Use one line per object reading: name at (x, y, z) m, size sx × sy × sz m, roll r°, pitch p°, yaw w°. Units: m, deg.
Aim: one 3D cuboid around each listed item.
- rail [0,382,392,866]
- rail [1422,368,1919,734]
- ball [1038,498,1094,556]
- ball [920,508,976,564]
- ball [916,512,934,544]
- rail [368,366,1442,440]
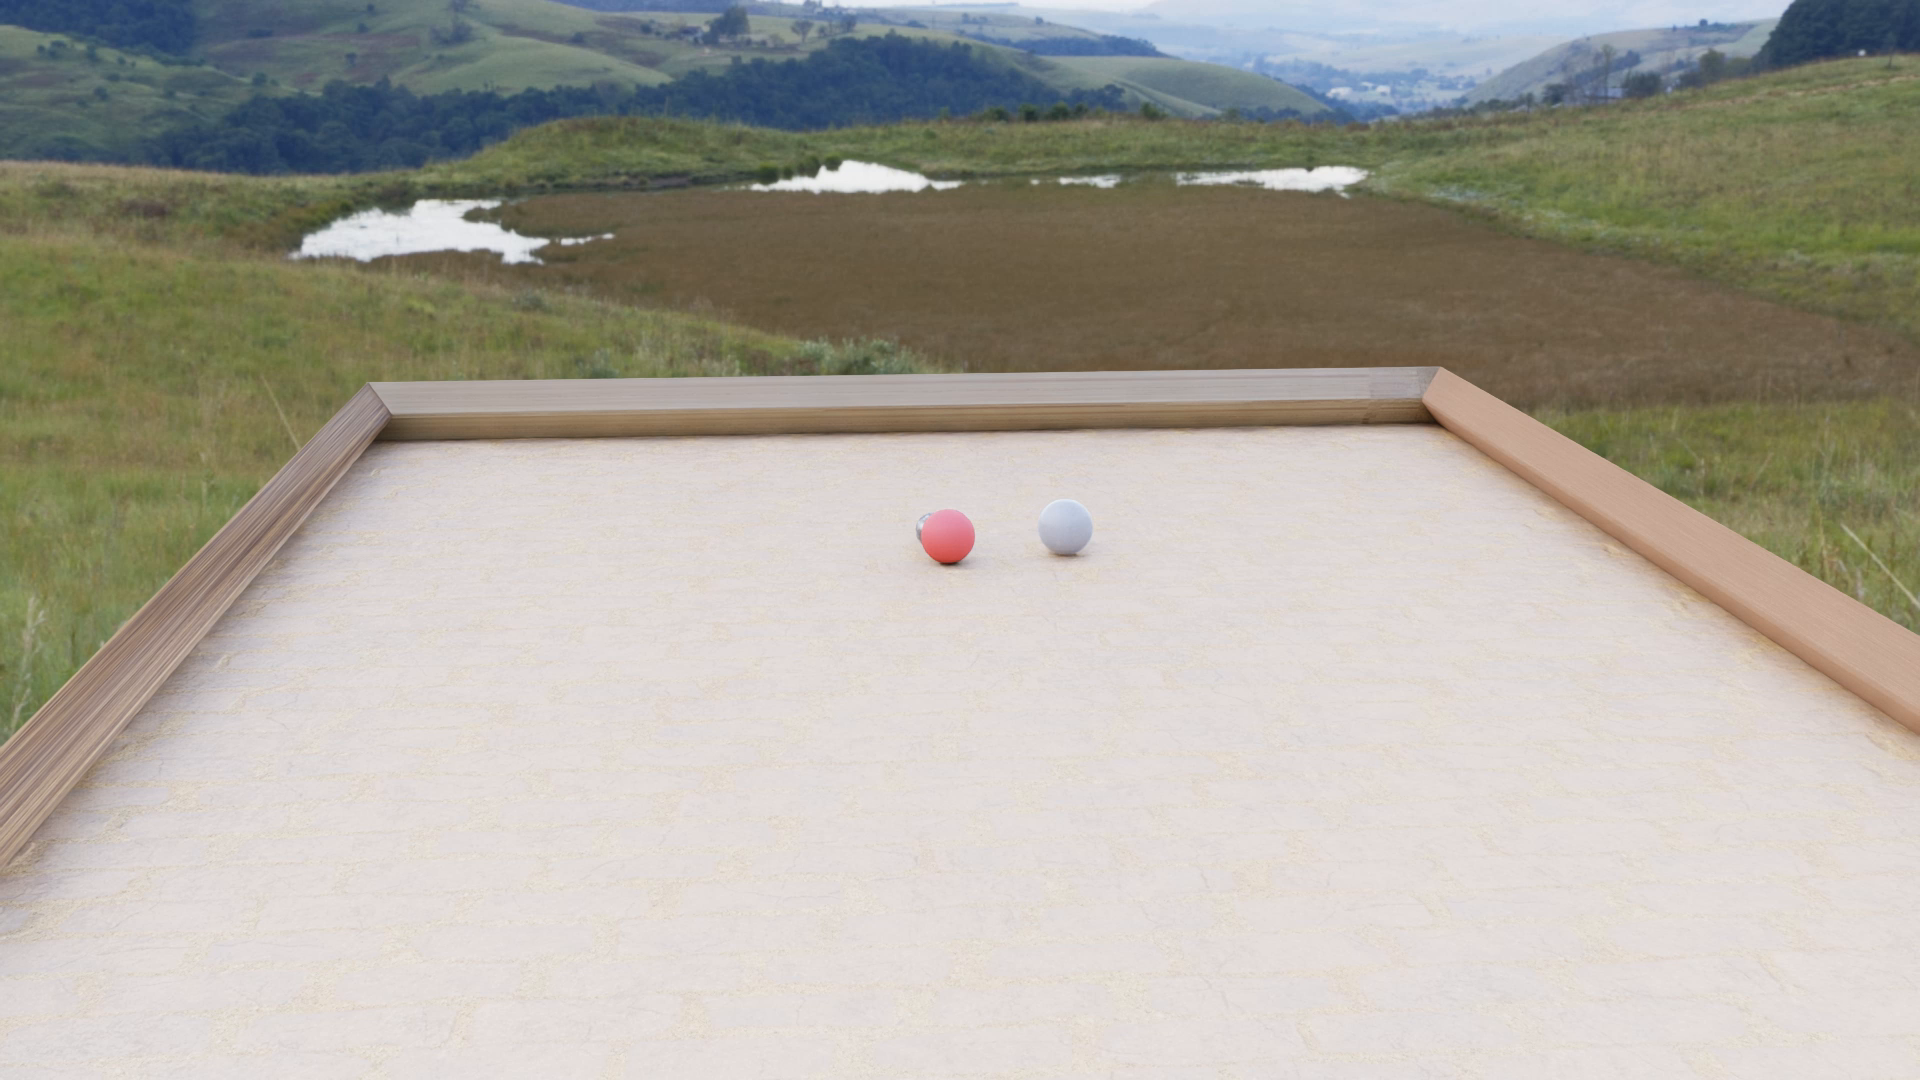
rail at (-0.812, 0.219, 1.950) m, size 0.045 × 0.098 × 3.576 m, roll -1°, pitch 14°, yaw -5°
rail at (0.965, 0.182, 2.098) m, size 0.045 × 0.098 × 3.576 m, roll -1°, pitch 14°, yaw -5°
ball at (0.141, -0.018, 2.941) m, size 0.075 × 0.075 × 0.075 m, roll 0°, pitch 14°, yaw 0°
ball at (-0.016, -0.005, 2.898) m, size 0.072 × 0.072 × 0.072 m, roll 0°, pitch 14°, yaw 0°
ball at (-0.036, -0.013, 2.978) m, size 0.049 × 0.049 × 0.049 m, roll 0°, pitch 14°, yaw 0°
rail at (-0.074, -0.228, 3.729) m, size 1.831 × 0.098 × 0.045 m, roll -1°, pitch 14°, yaw -5°
